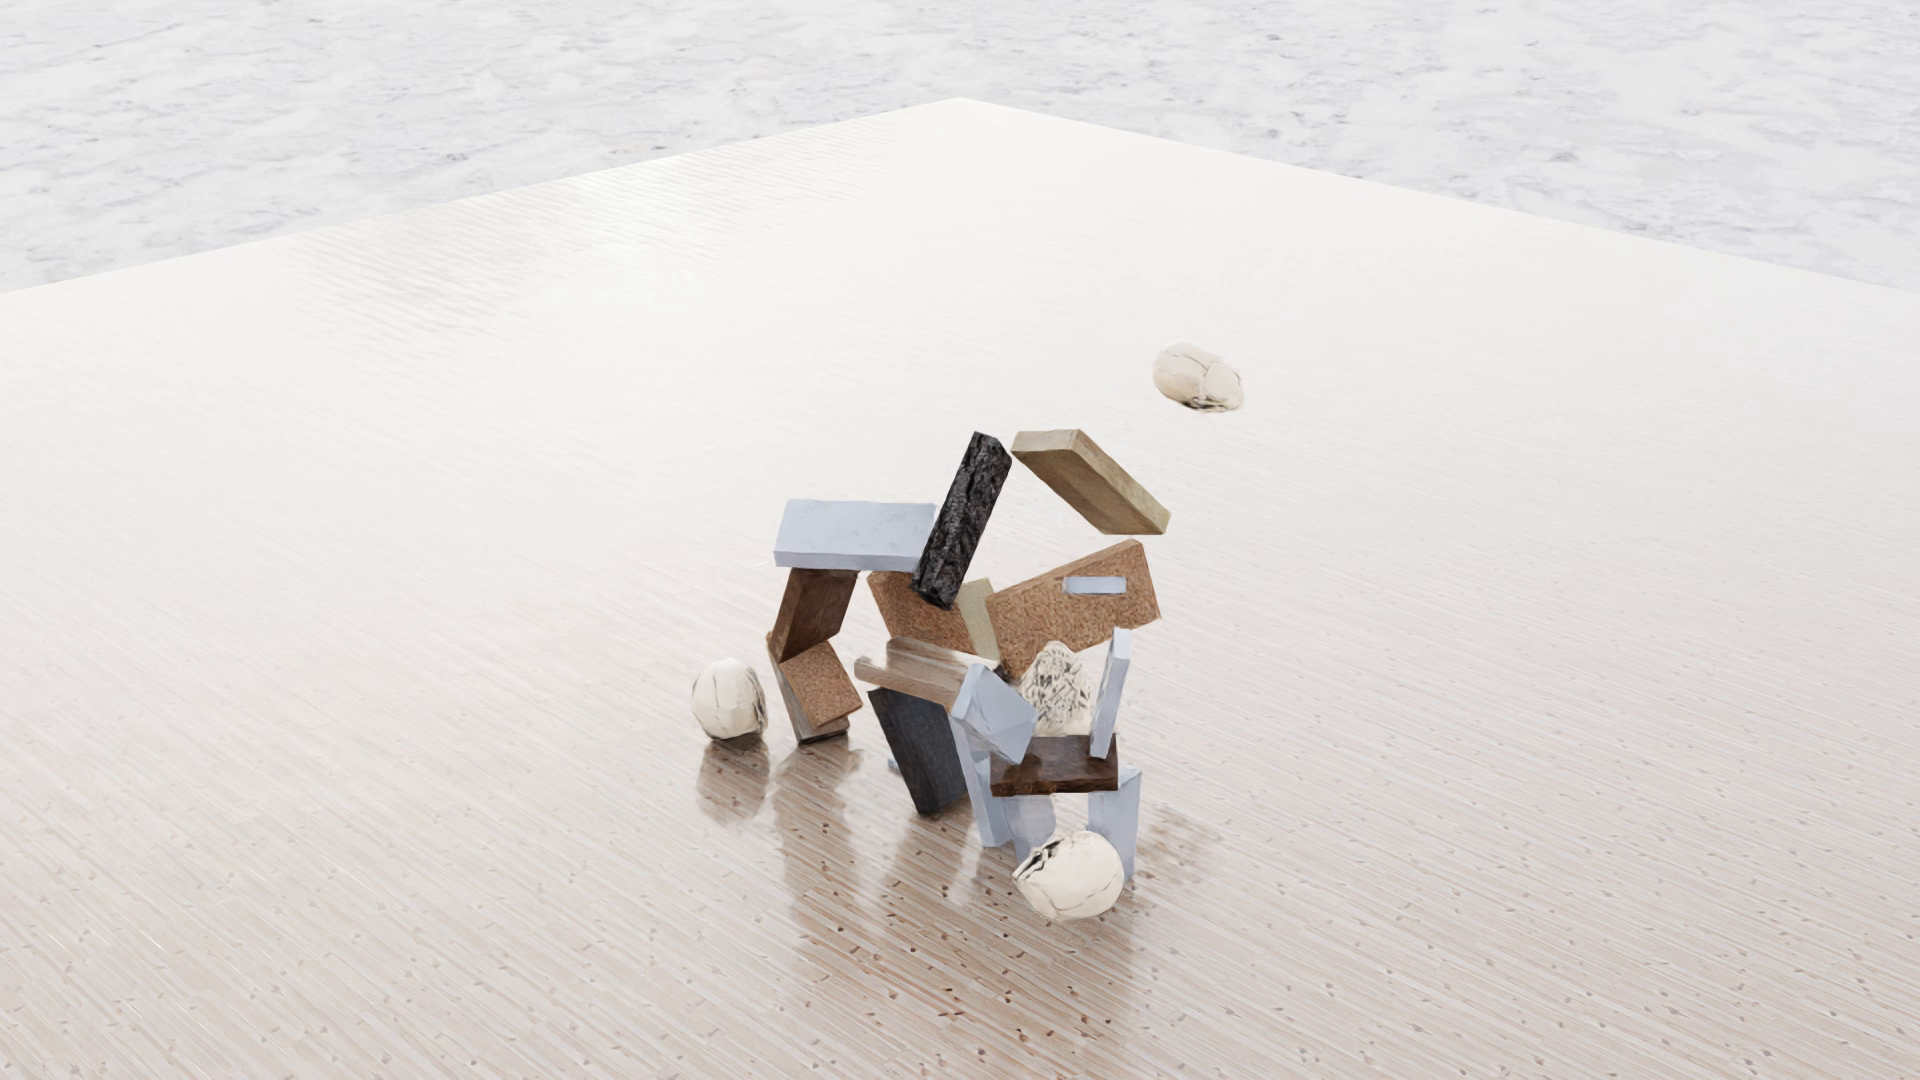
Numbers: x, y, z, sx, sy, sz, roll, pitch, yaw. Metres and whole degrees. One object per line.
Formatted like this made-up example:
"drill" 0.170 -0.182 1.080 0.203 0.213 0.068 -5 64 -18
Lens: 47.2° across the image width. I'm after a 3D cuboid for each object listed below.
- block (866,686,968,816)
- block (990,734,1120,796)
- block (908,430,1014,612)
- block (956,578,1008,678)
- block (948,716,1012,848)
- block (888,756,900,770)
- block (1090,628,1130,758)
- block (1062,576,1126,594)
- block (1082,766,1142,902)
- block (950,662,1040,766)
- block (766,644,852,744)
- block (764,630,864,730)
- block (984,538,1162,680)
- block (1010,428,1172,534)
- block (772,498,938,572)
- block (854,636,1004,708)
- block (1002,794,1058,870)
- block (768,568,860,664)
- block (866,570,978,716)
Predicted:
"block" -0.076 0.404 4.463 0.138 0.276 0.039 -27 6 -40
"block" 0.176 0.419 4.101 0.236 0.033 0.118 -4 38 4
"block" 0.004 -0.036 4.430 0.048 0.339 0.170 21 -8 17
"block" 0.050 0.208 5.025 0.116 0.232 0.033 -13 -17 -28
"block" 0.073 0.450 4.337 0.138 0.276 0.039 -25 16 -38
"block" -0.090 0.459 4.657 0.116 0.016 0.058 -20 30 -39
"block" 0.276 0.281 4.045 0.031 0.216 0.108 10 28 -1
"block" 0.255 0.087 4.206 0.108 0.031 0.216 0 -2 0
"block" 0.287 0.554 4.148 0.033 0.236 0.118 22 33 35
"block" 0.066 0.319 4.016 0.031 0.216 0.108 8 67 36
"block" -0.329 0.318 4.773 0.116 0.033 0.232 -12 70 -25
"block" -0.315 0.282 4.755 0.116 0.232 0.033 -23 -14 -28
"block" 0.231 0.137 4.457 0.339 0.170 0.048 -22 20 -16
"block" 0.273 -0.118 4.564 0.170 0.339 0.048 -1 59 44
"block" -0.211 -0.010 4.484 0.313 0.044 0.157 2 44 9
"block" -0.063 0.262 4.392 0.276 0.039 0.138 13 29 38
"block" 0.132 0.509 4.220 0.033 0.236 0.118 8 46 24
"block" -0.304 0.131 4.617 0.157 0.313 0.044 -26 67 -29
"block" -0.061 0.201 4.613 0.044 0.446 0.157 18 51 40
